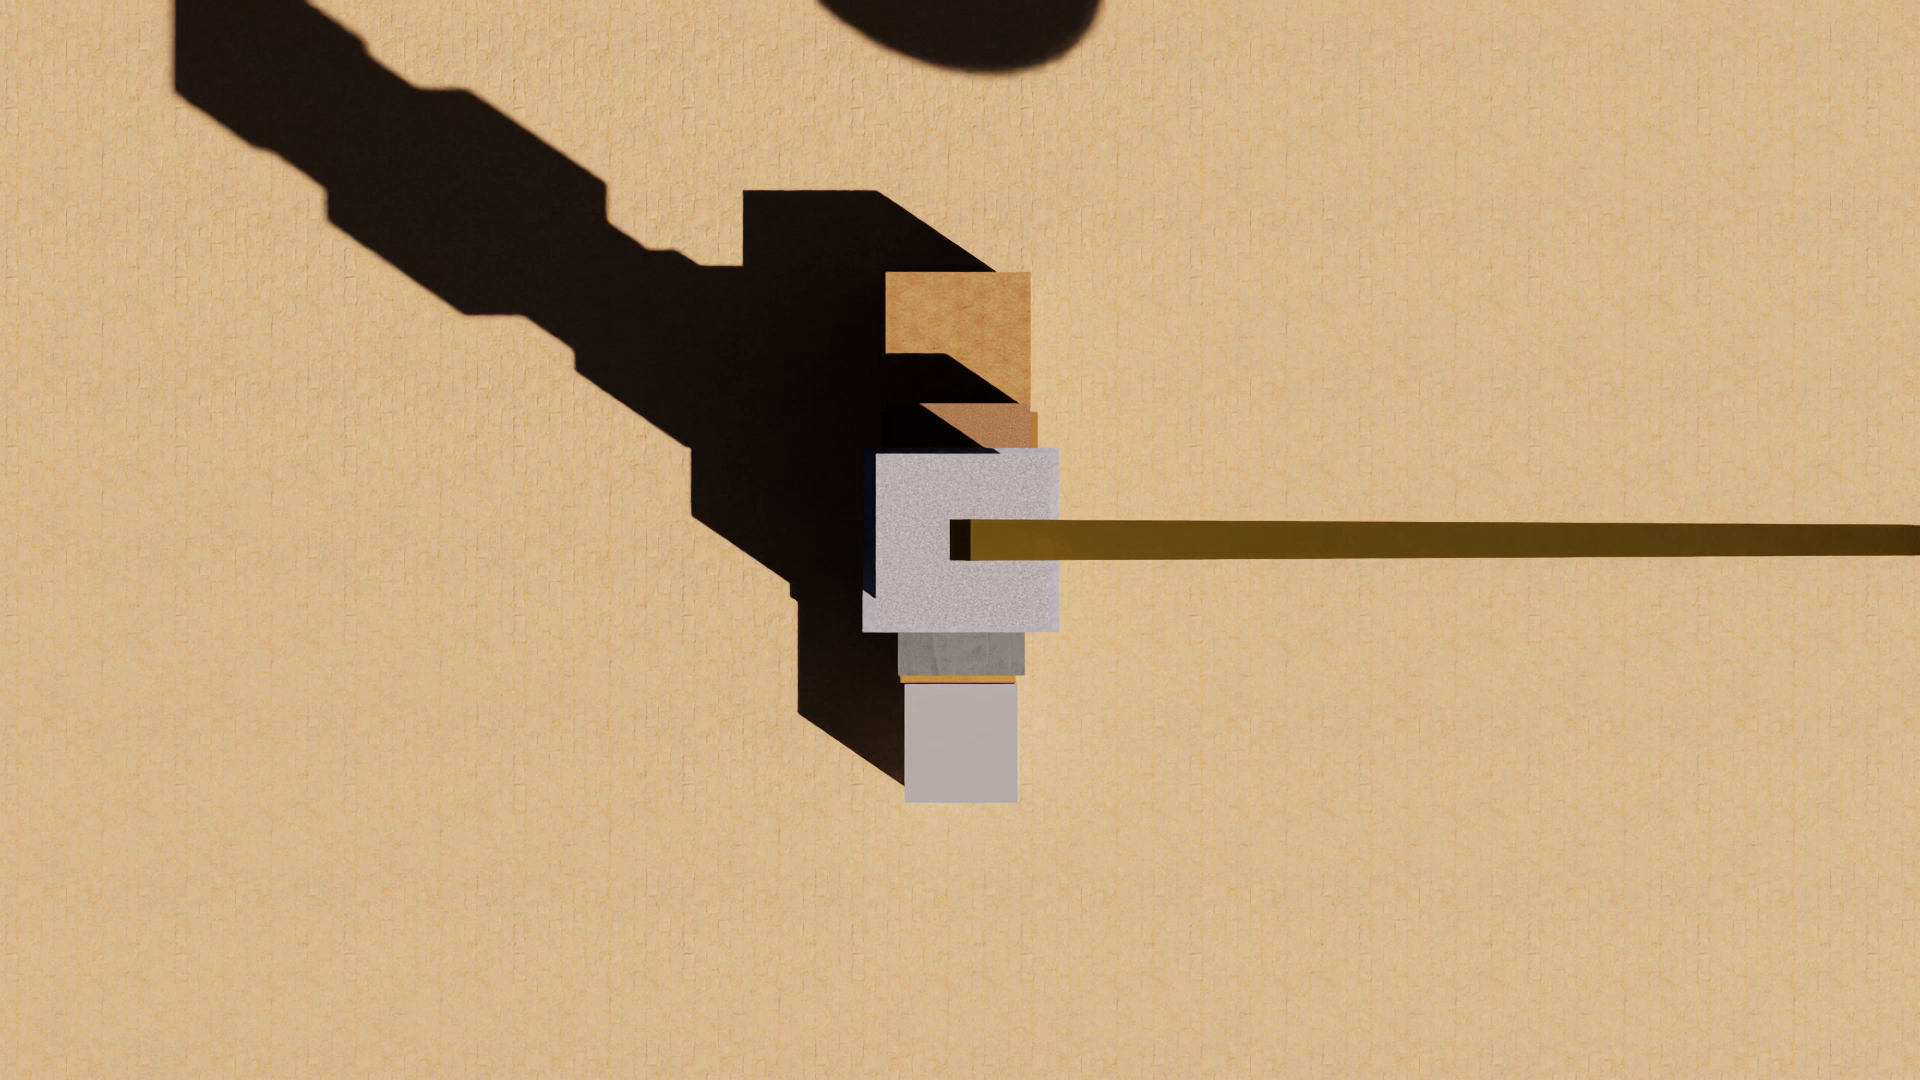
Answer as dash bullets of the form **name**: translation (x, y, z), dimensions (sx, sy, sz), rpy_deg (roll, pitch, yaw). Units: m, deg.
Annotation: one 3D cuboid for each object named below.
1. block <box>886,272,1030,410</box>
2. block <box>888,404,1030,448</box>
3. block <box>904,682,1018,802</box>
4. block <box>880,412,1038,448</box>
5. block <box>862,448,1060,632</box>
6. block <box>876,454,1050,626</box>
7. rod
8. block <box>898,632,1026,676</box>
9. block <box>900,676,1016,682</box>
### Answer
- **block**: translation (-0.010, -1.099, 12.535), dimensions (0.796, 0.931, 0.744), rpy_deg (0, 90, 0)
- **block**: translation (-0.003, -0.284, 11.937), dimensions (0.748, 0.686, 0.871), rpy_deg (0, 90, 0)
- **block**: translation (0.006, 1.138, 12.654), dimensions (0.632, 0.692, 0.664), rpy_deg (0, 90, 0)
- **block**: translation (-0.003, -0.313, 12.640), dimensions (0.876, 0.720, 0.807), rpy_deg (0, 90, 0)
- **block**: translation (0.004, 0.000, 9.904), dimensions (0.846, 0.882, 0.793), rpy_deg (0, 90, 0)
- **block**: translation (0.010, 0.000, 8.666), dimensions (0.662, 0.539, 0.659), rpy_deg (0, 90, 0)
- **rod**: translation (2.234, 0.000, 5.569), dimensions (5.200, 0.080, 0.080), rpy_deg (0, 90, -31)
- **block**: translation (0.008, 0.441, 11.969), dimensions (0.674, 0.622, 0.558), rpy_deg (0, 90, 0)
- **block**: translation (-0.010, 0.448, 12.640), dimensions (0.642, 0.719, 0.696), rpy_deg (0, 90, 0)
